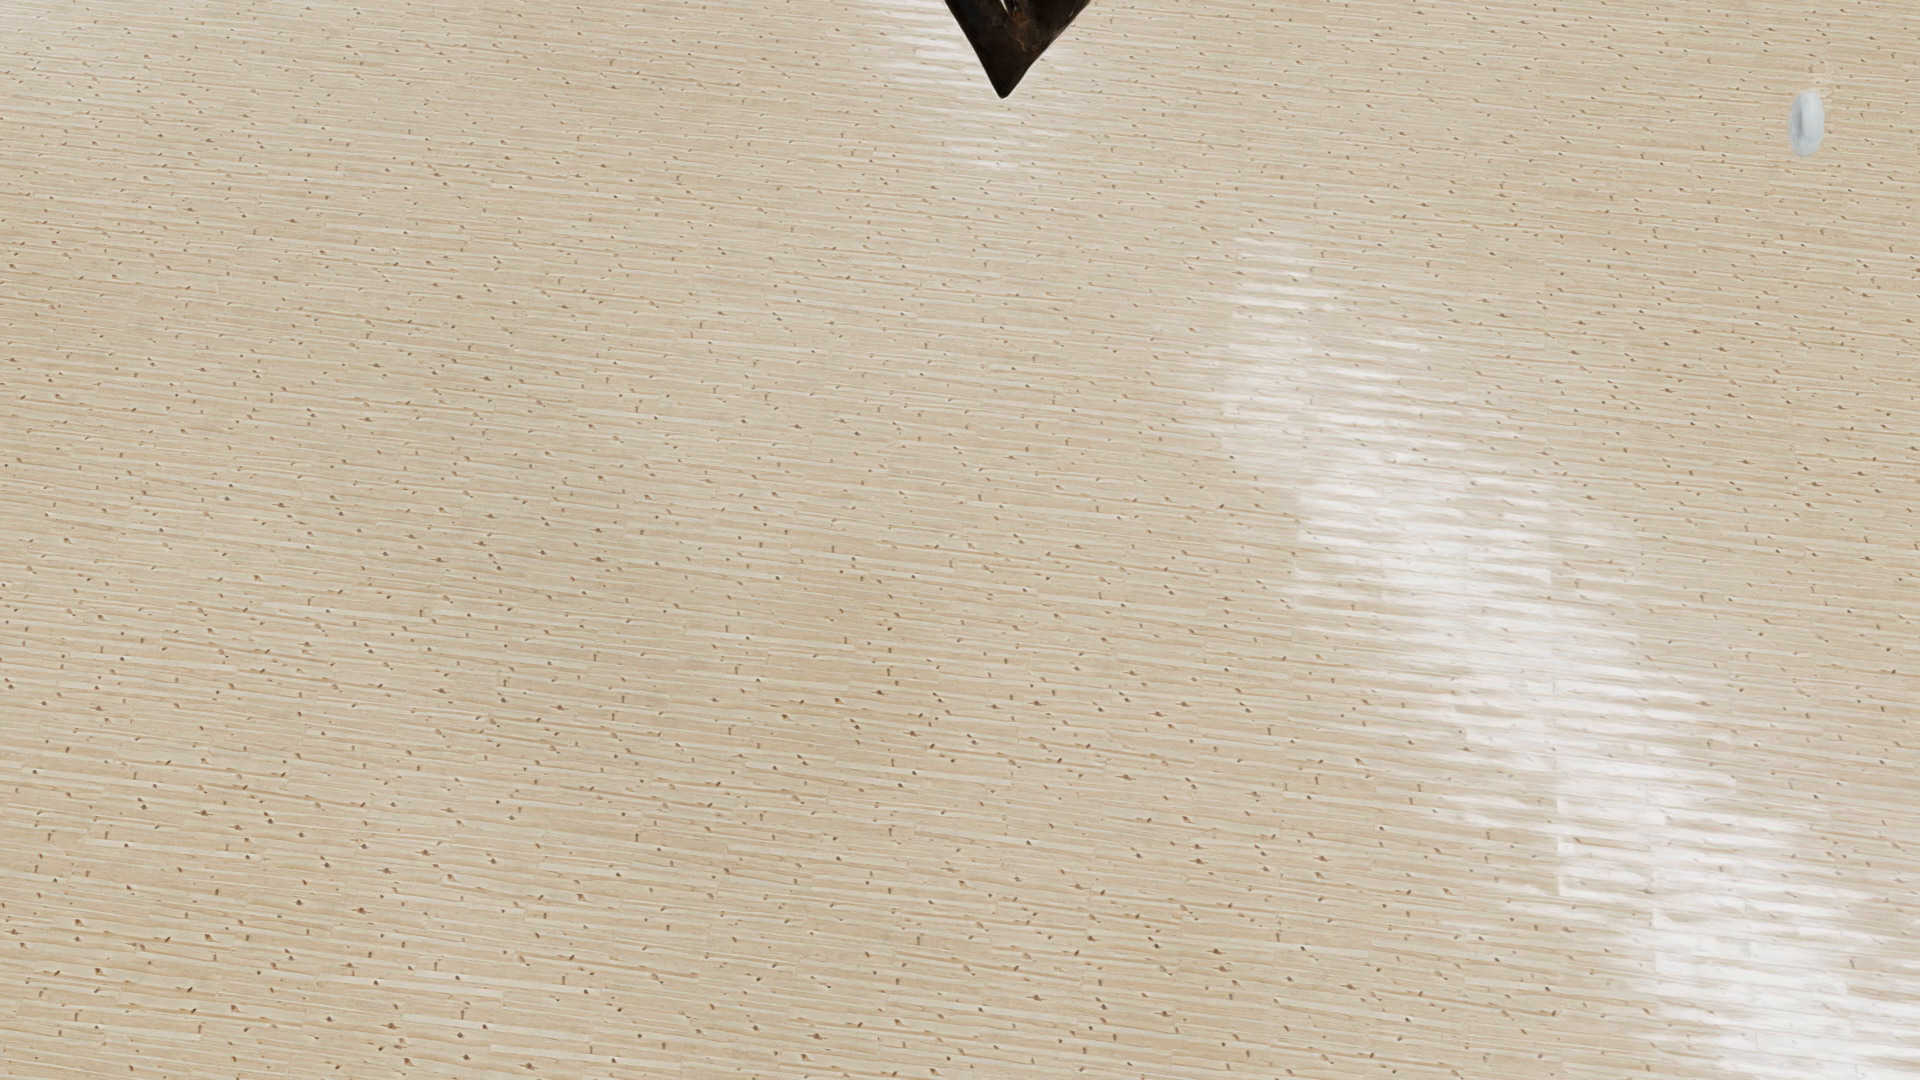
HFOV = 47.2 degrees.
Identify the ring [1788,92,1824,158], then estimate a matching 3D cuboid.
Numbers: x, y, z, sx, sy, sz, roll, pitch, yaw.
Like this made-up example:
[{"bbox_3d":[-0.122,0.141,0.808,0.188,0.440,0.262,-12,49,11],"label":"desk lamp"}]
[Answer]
[{"bbox_3d":[1.691,-0.830,4.394,0.048,0.133,0.068,-12,23,-11],"label":"ring"}]
